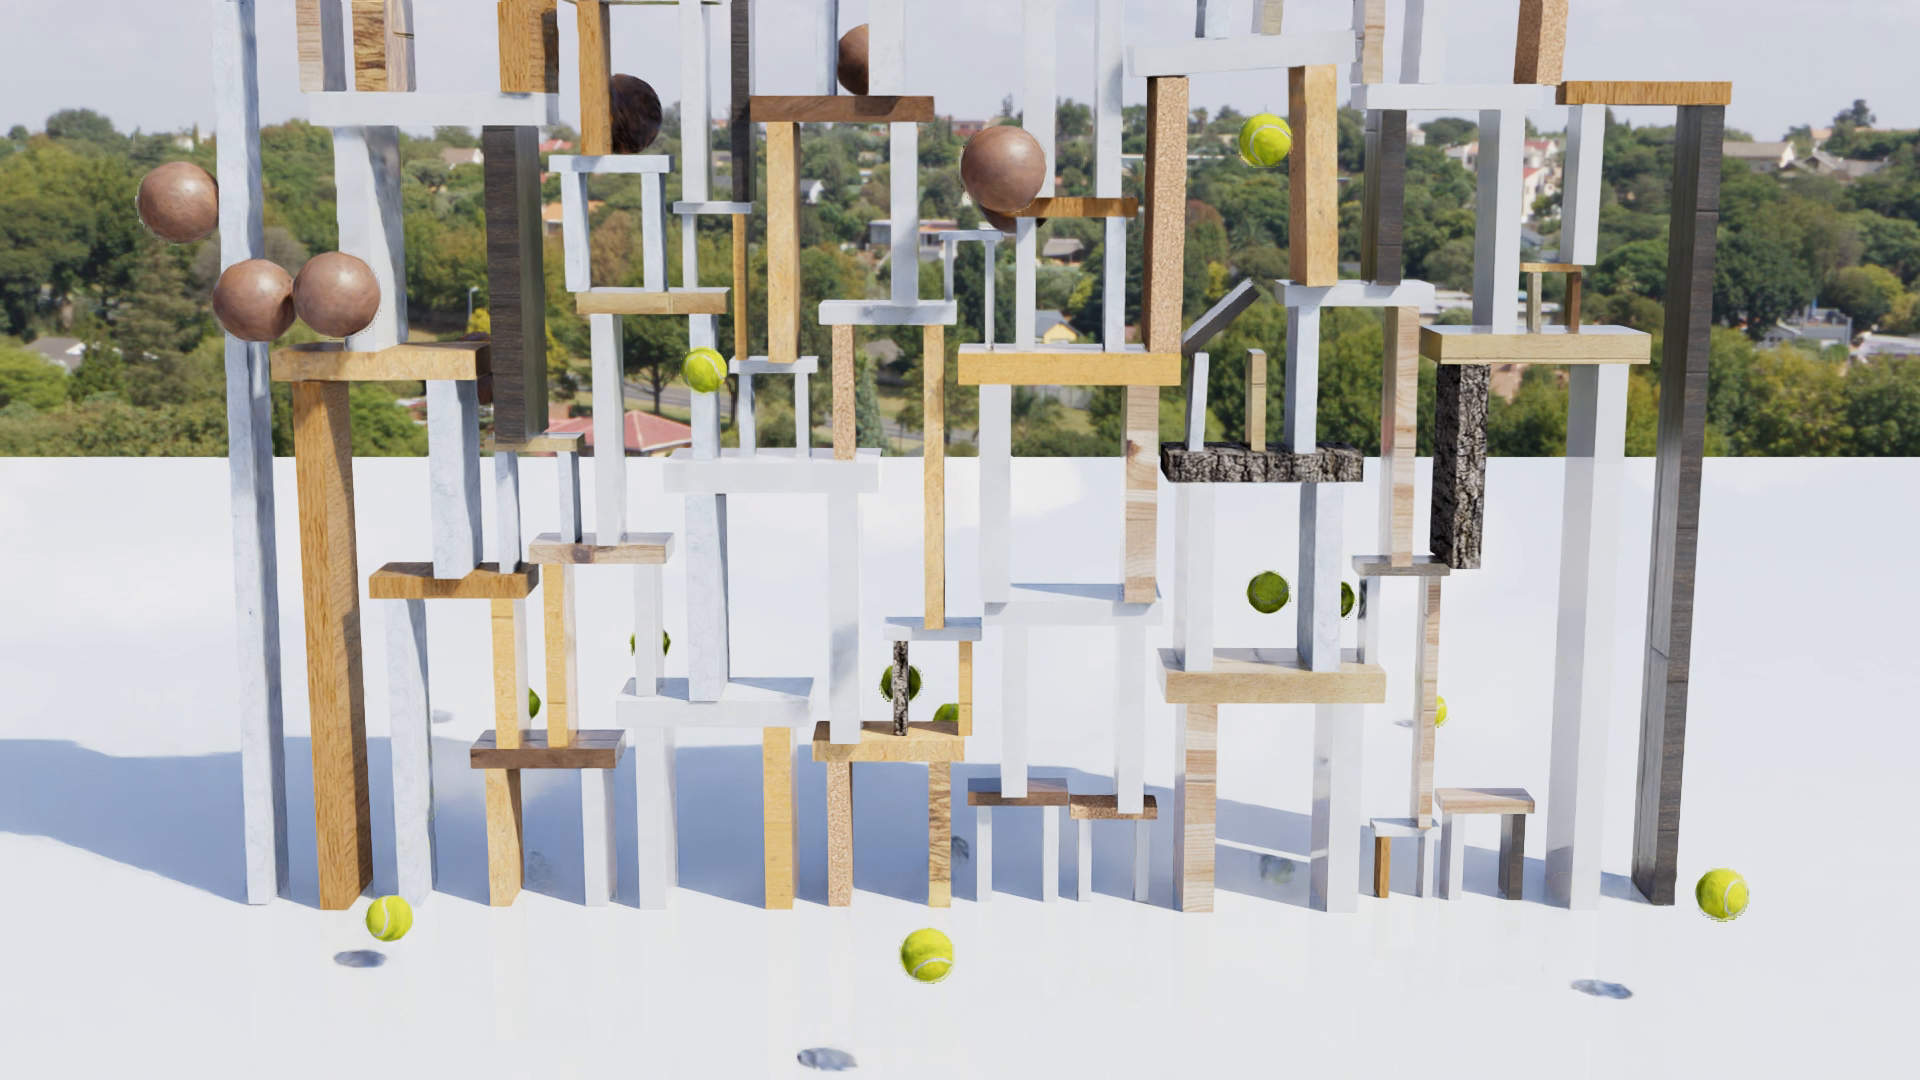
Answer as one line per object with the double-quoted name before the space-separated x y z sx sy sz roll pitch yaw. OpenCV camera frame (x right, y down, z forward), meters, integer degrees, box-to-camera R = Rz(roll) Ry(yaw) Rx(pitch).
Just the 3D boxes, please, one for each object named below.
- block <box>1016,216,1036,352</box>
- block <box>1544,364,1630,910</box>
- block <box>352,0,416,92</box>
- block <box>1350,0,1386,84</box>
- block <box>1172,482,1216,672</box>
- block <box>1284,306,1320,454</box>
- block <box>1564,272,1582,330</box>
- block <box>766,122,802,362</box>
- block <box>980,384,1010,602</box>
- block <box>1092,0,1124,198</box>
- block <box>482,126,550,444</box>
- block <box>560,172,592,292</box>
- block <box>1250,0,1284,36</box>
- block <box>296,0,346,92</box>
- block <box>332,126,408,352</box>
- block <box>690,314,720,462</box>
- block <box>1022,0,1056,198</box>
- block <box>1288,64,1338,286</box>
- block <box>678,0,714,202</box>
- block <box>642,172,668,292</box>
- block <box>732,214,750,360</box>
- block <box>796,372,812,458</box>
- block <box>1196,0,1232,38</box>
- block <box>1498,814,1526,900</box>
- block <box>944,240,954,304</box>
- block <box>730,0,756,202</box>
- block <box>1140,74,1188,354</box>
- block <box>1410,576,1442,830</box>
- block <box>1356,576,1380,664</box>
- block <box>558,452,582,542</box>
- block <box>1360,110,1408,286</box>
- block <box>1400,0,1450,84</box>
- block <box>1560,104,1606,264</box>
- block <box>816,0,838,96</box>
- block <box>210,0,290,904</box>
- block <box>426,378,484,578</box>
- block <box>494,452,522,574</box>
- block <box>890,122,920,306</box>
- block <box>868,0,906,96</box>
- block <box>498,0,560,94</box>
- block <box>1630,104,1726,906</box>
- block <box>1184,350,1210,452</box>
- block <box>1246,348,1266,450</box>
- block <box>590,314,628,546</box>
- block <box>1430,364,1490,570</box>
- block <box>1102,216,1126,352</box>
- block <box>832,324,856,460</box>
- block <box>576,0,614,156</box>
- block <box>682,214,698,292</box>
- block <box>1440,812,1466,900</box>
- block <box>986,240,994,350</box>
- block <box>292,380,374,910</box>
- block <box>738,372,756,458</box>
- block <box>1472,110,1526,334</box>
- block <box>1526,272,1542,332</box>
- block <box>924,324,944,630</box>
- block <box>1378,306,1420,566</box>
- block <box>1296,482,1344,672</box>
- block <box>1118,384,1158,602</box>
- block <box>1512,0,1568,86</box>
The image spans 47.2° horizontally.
"block" 0.104 -0.409 3.493 0.030 0.210 0.105 0 10 1
"block" 1.020 0.150 3.589 0.046 0.894 0.163 0 11 0
"block" -0.892 -0.862 3.392 0.048 0.337 0.168 0 11 1
"block" 0.632 -0.851 3.396 0.030 0.287 0.106 0 12 -1
"block" 0.379 0.046 3.563 0.043 0.306 0.153 0 11 -2
"block" 0.544 -0.261 3.506 0.033 0.232 0.116 0 11 0
"block" 0.971 -0.379 3.485 0.013 0.091 0.045 1 9 2
"block" -0.277 -0.471 3.469 0.040 0.369 0.140 0 10 0
"block" 0.056 -0.087 3.550 0.049 0.346 0.173 0 10 1
"block" 0.230 -0.793 3.412 0.037 0.511 0.132 0 12 0
"block" -0.700 -0.407 3.477 0.049 0.488 0.173 0 11 1
"block" -0.605 -0.487 3.469 0.026 0.184 0.092 -1 11 -1
"block" 0.480 -0.885 3.380 0.030 0.211 0.106 3 13 -2
"block" -0.993 -0.818 3.412 0.035 0.245 0.122 1 11 2
"block" -0.930 -0.480 3.480 0.049 0.346 0.173 0 11 3
"block" -0.407 -0.249 3.512 0.033 0.232 0.116 0 11 0
"block" 0.123 -0.793 3.424 0.050 0.510 0.177 0 10 2
"block" 0.551 -0.572 3.440 0.047 0.334 0.167 -2 12 0
"block" -0.411 -0.682 3.433 0.033 0.304 0.116 0 11 1
"block" -0.482 -0.487 3.471 0.026 0.184 0.092 0 11 -1
"block" -0.346 -0.402 3.480 0.017 0.229 0.061 0 10 0
"block" -0.250 -0.203 3.523 0.020 0.138 0.069 0 11 2
"block" 0.394 -0.905 3.371 0.037 0.264 0.132 2 13 -1
"block" 0.918 0.516 3.659 0.021 0.149 0.075 0 11 0
"block" -0.018 -0.425 3.480 0.014 0.099 0.050 0 10 0
"block" -0.338 -0.708 3.433 0.027 0.355 0.096 1 11 1
"block" 0.321 -0.515 3.464 0.047 0.422 0.167 0 13 -1
"block" 0.764 0.260 3.612 0.021 0.425 0.073 0 11 0
"block" 0.666 0.123 3.586 0.021 0.147 0.073 0 11 0
"block" -0.629 -0.075 3.545 0.021 0.148 0.074 0 11 0
"block" 0.664 -0.539 3.451 0.038 0.268 0.134 0 11 0
"block" 0.722 -0.842 3.396 0.038 0.271 0.135 2 11 -1
"block" 0.984 -0.562 3.480 0.035 0.247 0.123 2 9 5
"block" -0.206 -0.788 3.418 0.027 0.193 0.096 1 10 0
"block" -1.148 -0.180 3.555 0.035 1.553 0.122 0 9 -2
"block" -0.811 -0.108 3.538 0.045 0.316 0.158 0 10 0
"block" -0.729 -0.051 3.552 0.021 0.198 0.074 0 11 1
"block" -0.086 -0.514 3.460 0.040 0.281 0.140 0 10 0
"block" -0.112 -0.866 3.397 0.050 0.355 0.177 0 10 0
"block" -0.665 -0.859 3.380 0.048 0.337 0.168 1 11 4
"block" 1.156 -0.045 3.553 0.035 1.291 0.123 0 11 0
"block" 0.378 -0.225 3.522 0.022 0.155 0.077 2 10 -1
"block" 0.474 -0.225 3.524 0.022 0.155 0.077 -1 11 0
"block" -0.561 -0.182 3.521 0.033 0.368 0.116 0 11 -1
"block" 0.802 -0.128 3.535 0.046 0.326 0.163 0 11 -1
"block" 0.244 -0.409 3.489 0.030 0.210 0.105 0 10 1
"block" -0.185 -0.242 3.518 0.030 0.215 0.108 0 10 0
"block" -0.567 -0.717 3.424 0.033 0.232 0.116 0 11 -1
"block" -0.425 -0.455 3.471 0.017 0.121 0.061 0 11 -1
"block" 0.819 0.516 3.659 0.021 0.149 0.075 0 11 0
"block" 0.048 -0.391 3.496 0.014 0.173 0.050 0 11 1
"block" -1.021 0.164 3.589 0.045 0.868 0.158 0 10 0
"block" -0.340 -0.203 3.521 0.020 0.138 0.069 0 11 0
"block" 0.846 -0.502 3.460 0.038 0.343 0.134 0 11 0
"block" 0.910 -0.379 3.485 0.013 0.091 0.045 -2 10 2
"block" -0.041 -0.107 3.542 0.030 0.489 0.108 0 11 1
"block" 0.702 -0.172 3.523 0.033 0.414 0.116 -1 11 0
"block" 0.583 0.046 3.564 0.043 0.306 0.153 -1 11 -1
"block" 0.287 -0.086 3.546 0.049 0.347 0.173 0 10 1
"block" 0.904 -0.841 3.399 0.038 0.271 0.135 2 11 -2
